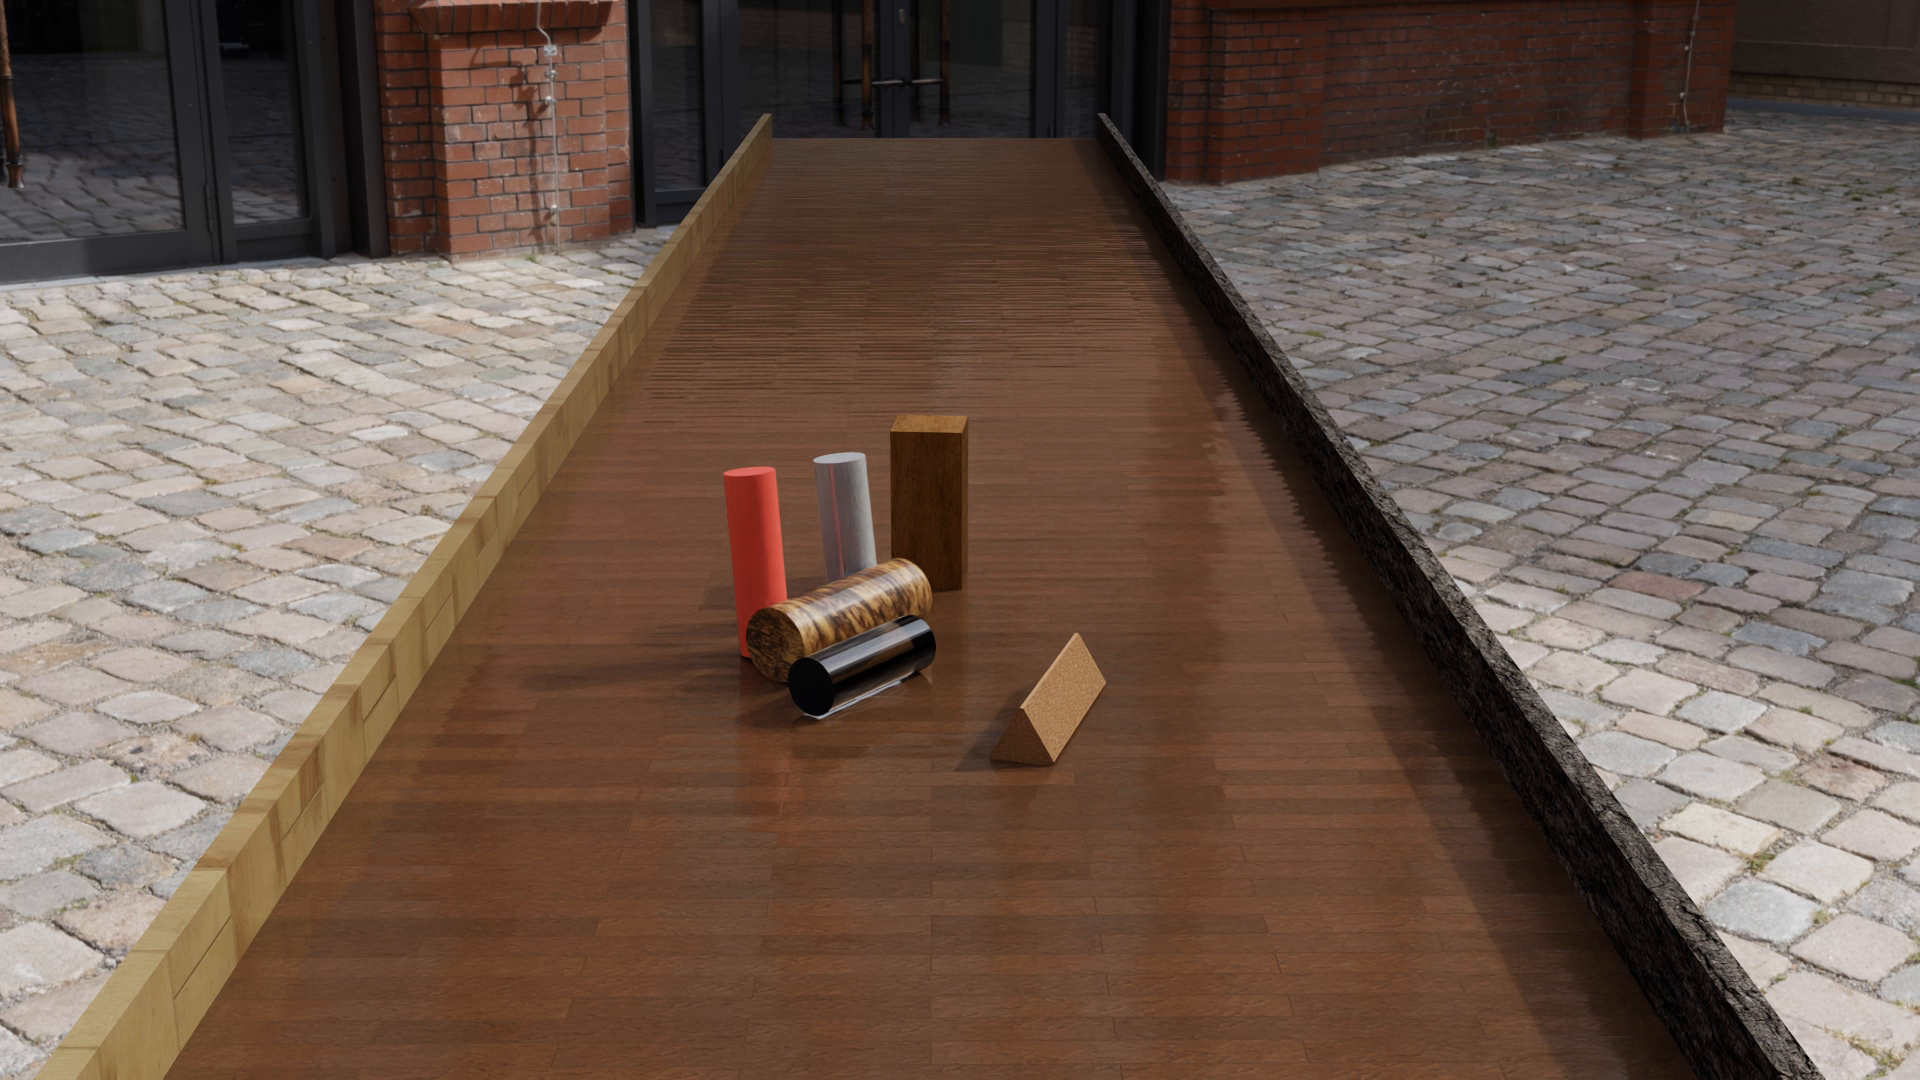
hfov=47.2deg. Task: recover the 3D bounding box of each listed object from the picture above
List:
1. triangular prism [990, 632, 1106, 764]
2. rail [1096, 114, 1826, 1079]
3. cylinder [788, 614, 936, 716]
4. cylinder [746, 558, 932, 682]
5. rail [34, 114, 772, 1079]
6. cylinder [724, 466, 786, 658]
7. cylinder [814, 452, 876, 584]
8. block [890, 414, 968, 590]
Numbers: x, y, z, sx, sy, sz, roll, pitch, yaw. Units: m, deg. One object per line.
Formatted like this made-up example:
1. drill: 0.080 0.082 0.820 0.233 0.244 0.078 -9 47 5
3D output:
1. triangular prism: 0.168 0.286 4.080 0.116 0.100 0.423 4 17 16
2. rail: 0.932 -0.844 7.801 0.050 0.150 12.000 0 17 -1
3. cylinder: -0.185 0.238 4.225 0.114 0.114 0.313 12 20 35
4. cylinder: -0.239 0.157 4.433 0.151 0.151 0.408 12 20 35
5. rail: -1.118 -0.838 7.780 0.050 0.150 12.000 0 17 -1
6. cylinder: -0.406 0.044 4.412 0.103 0.370 0.103 -4 11 1
7. cylinder: -0.236 -0.007 4.638 0.110 0.339 0.110 -5 13 1
8. block: -0.067 -0.085 4.886 0.156 0.357 0.156 1 17 5
